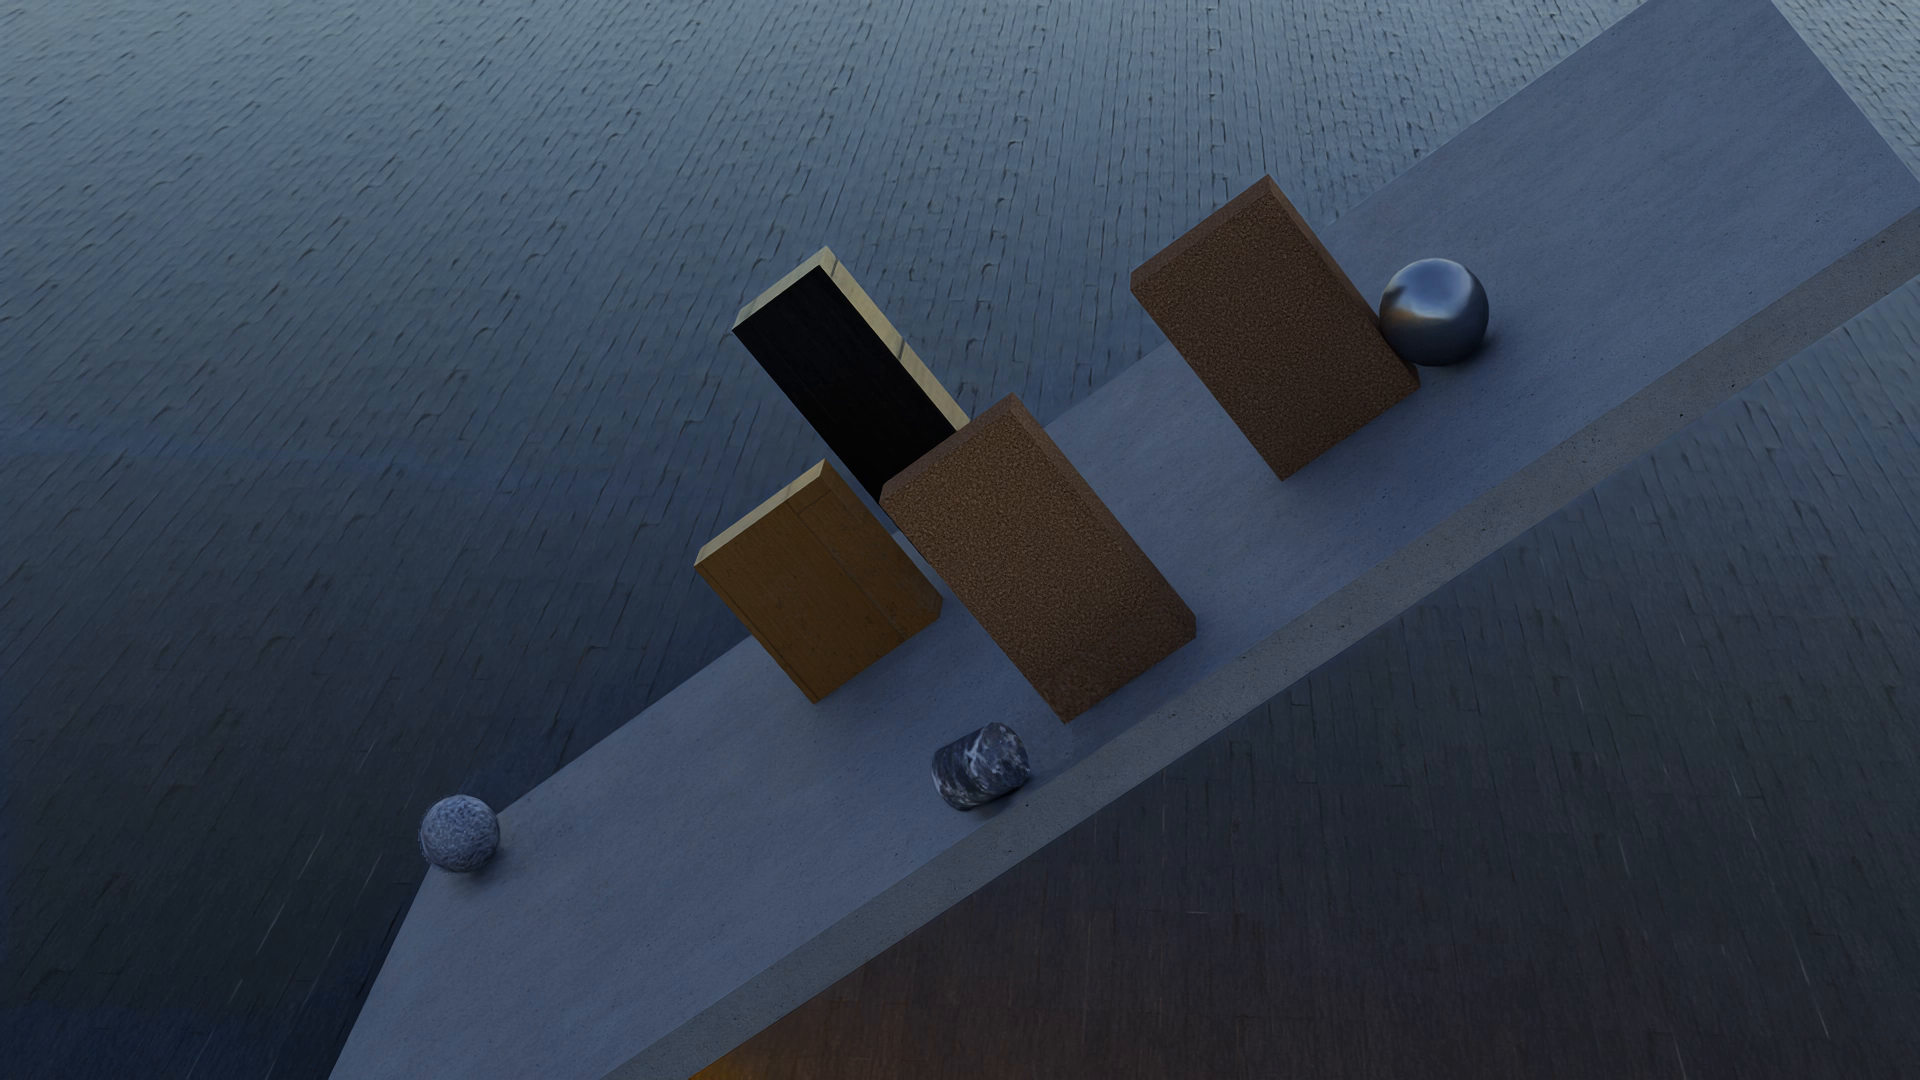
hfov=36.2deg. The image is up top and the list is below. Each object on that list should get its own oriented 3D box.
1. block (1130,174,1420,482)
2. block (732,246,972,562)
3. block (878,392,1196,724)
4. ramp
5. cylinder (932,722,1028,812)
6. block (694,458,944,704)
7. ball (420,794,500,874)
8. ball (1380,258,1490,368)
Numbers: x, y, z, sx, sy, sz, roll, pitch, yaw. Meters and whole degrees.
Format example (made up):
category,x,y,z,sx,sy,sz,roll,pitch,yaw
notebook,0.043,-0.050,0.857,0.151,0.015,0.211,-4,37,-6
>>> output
category,x,y,z,sx,sy,sz,roll,pitch,yaw
block,0.613,-0.410,5.725,0.331,0.495,0.113,-35,16,17
block,-0.191,-0.312,6.874,0.262,0.730,0.146,-35,16,17
block,0.147,0.038,5.446,0.304,0.560,0.096,-35,16,17
ramp,0.125,0.182,6.330,4.000,0.100,2.000,-35,16,17
cylinder,0.038,0.420,5.449,0.128,0.128,0.128,-29,5,35
block,-0.316,0.096,6.608,0.366,0.424,0.106,-35,16,17
ball,-1.263,0.743,7.432,0.197,0.197,0.197,0,23,0
ball,0.910,-0.436,5.647,0.209,0.209,0.209,0,23,0
